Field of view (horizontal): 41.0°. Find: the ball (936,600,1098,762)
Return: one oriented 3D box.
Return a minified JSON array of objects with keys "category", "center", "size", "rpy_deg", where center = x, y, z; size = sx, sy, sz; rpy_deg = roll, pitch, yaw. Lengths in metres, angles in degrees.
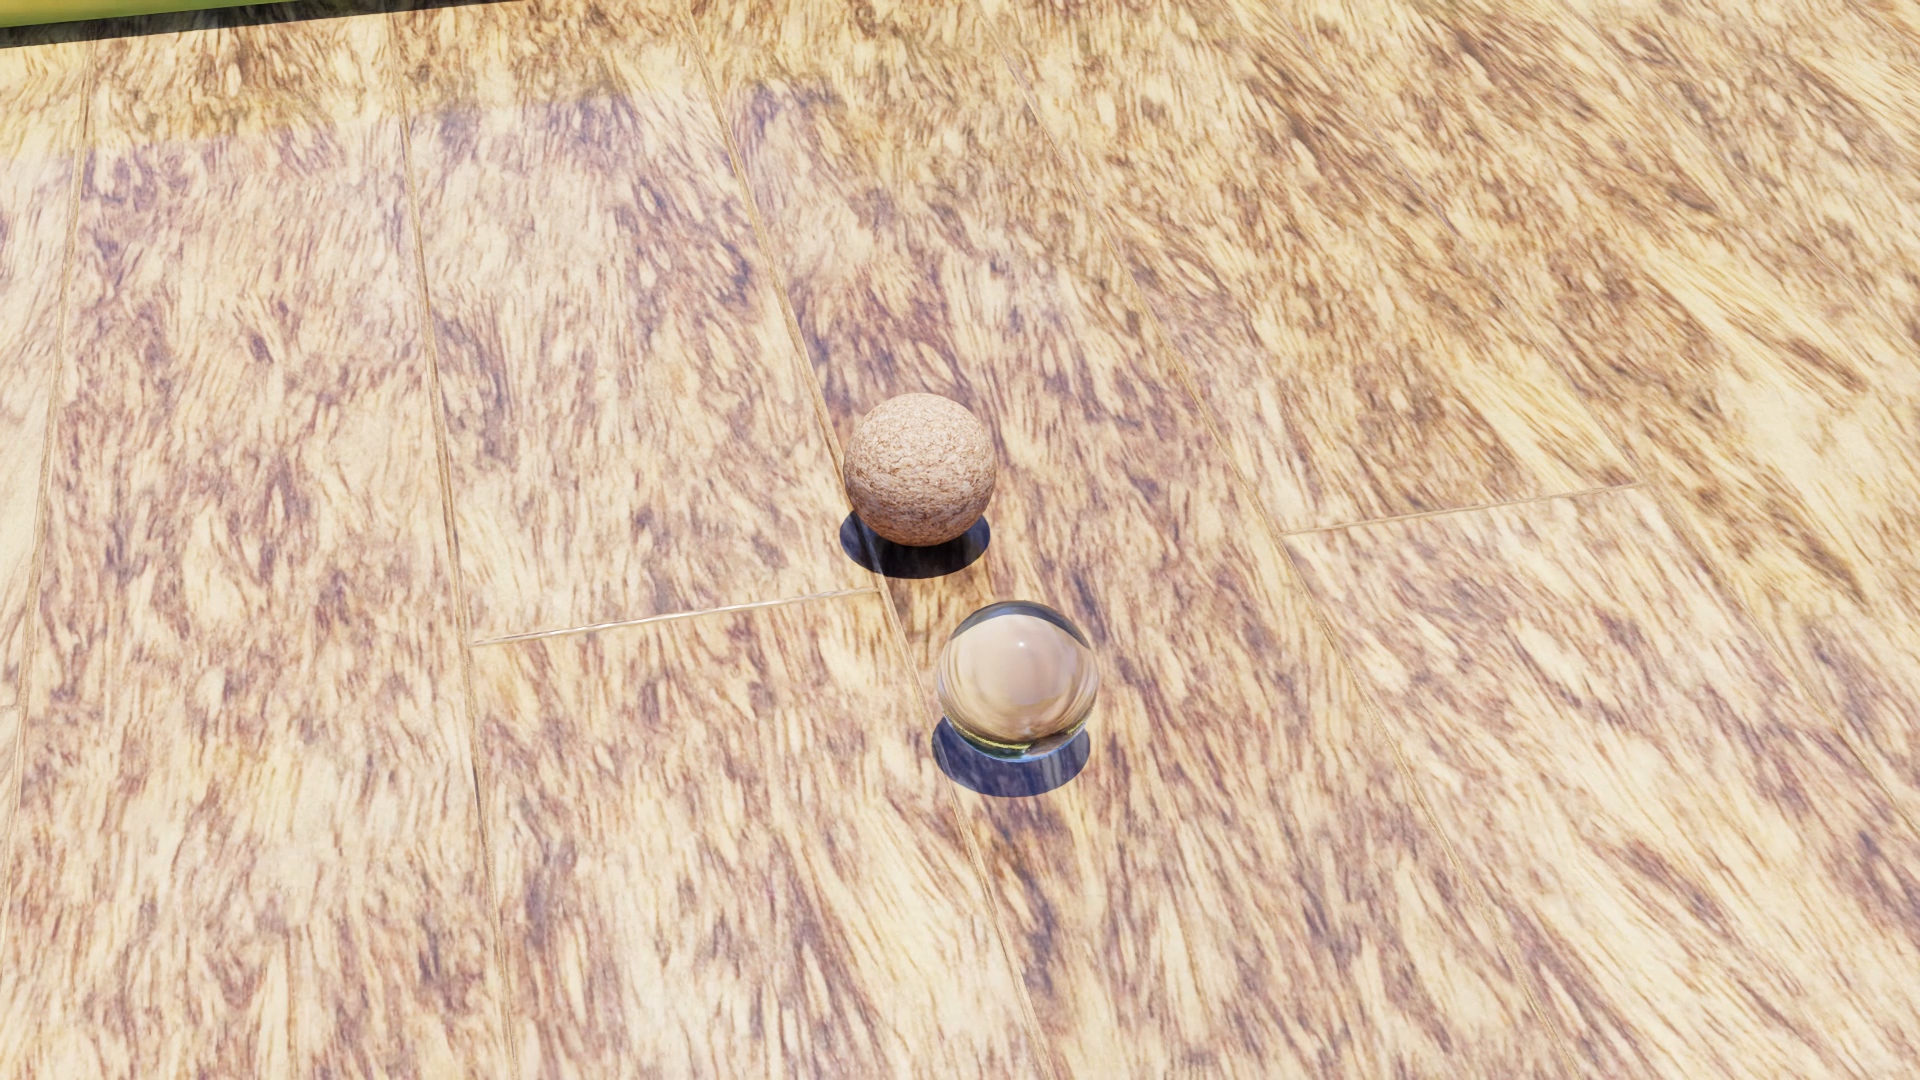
[{"category":"ball","center":[0.032,0.077,1.411],"size":[0.089,0.089,0.089],"rpy_deg":[0,36,0]}]

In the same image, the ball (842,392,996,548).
[{"category":"ball","center":[-0.025,-0.043,1.572],"size":[0.094,0.094,0.094],"rpy_deg":[0,36,0]}]

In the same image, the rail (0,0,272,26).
[{"category":"rail","center":[0.585,-0.667,2.406],"size":[3.276,0.123,0.045],"rpy_deg":[-8,37,-10]}]
